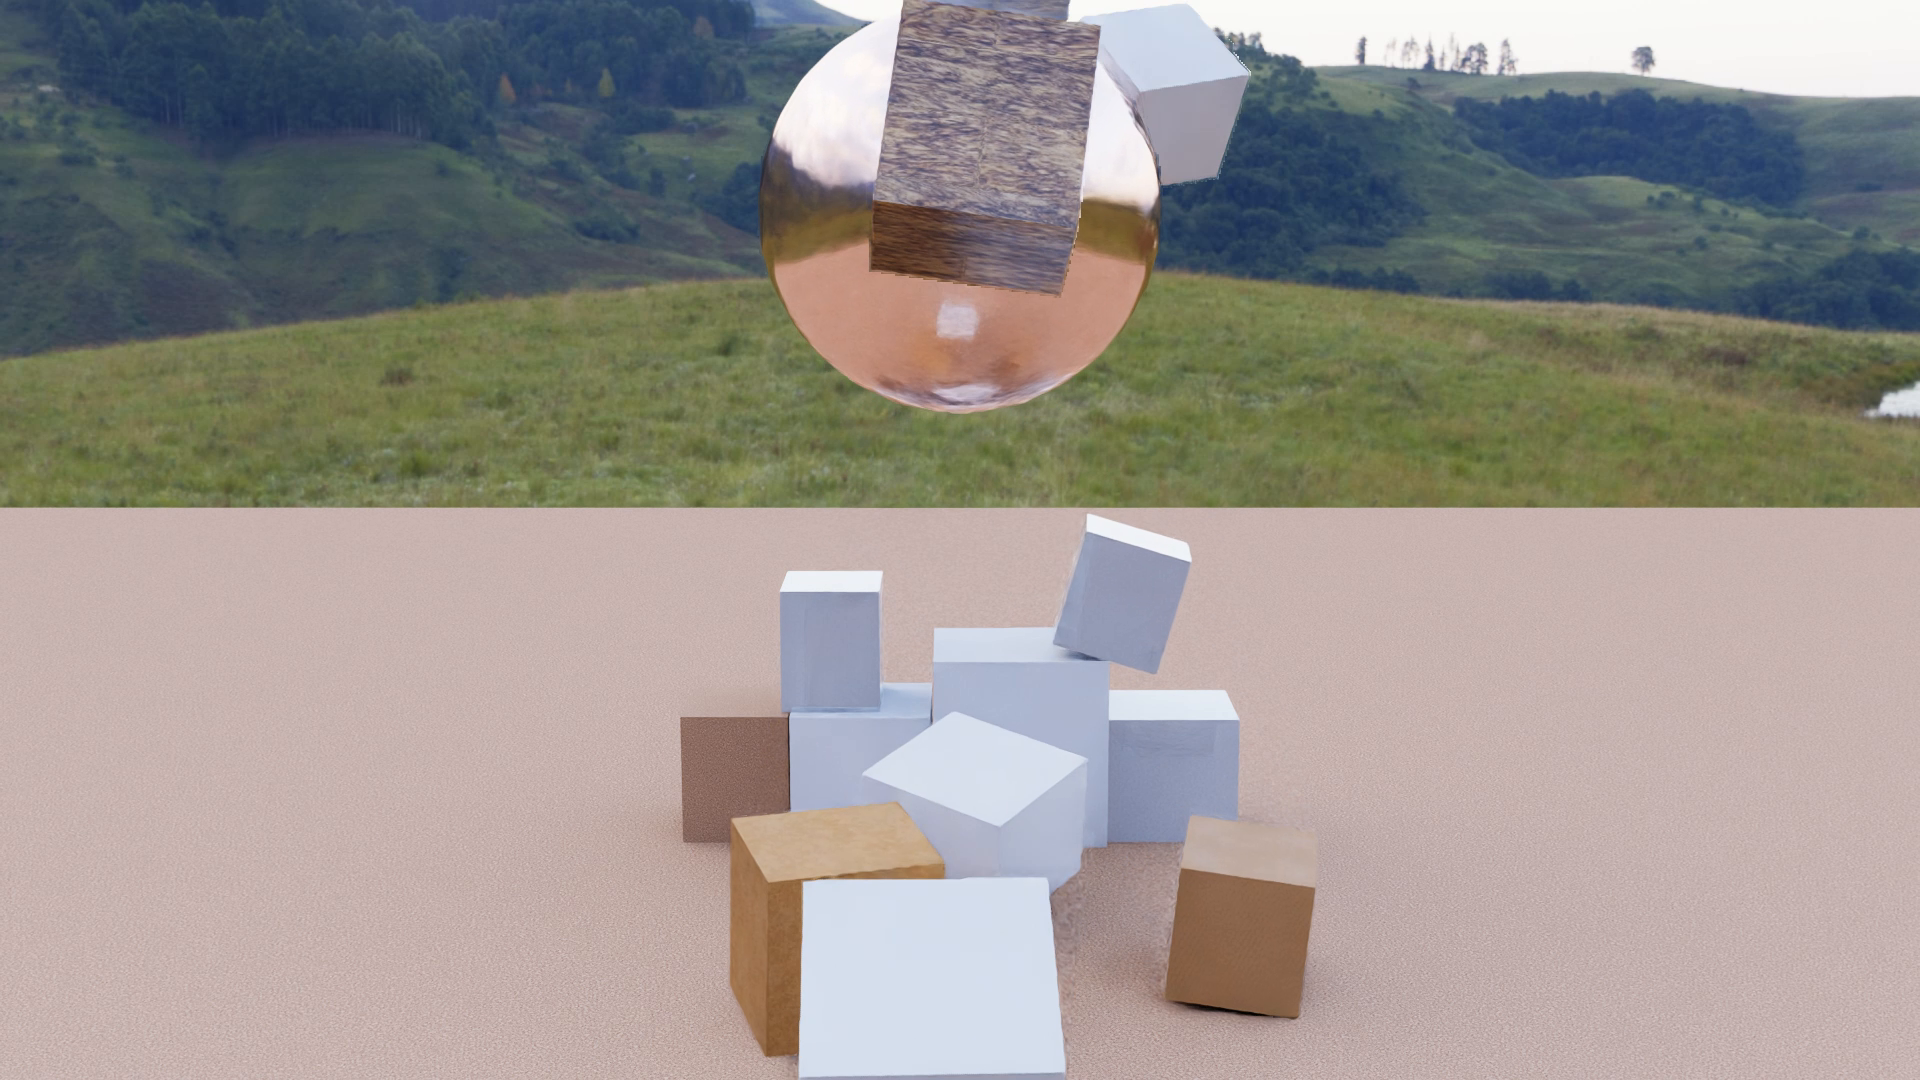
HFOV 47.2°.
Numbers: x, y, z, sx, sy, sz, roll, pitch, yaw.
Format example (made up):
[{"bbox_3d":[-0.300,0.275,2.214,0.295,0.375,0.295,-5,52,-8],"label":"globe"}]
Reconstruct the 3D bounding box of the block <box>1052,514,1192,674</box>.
[{"bbox_3d":[0.815,0.267,11.117,0.537,0.594,0.543,17,10,1],"label":"block"}]

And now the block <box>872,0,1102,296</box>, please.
[{"bbox_3d":[0.080,-1.337,7.543,0.668,0.737,0.601,8,-15,-1],"label":"block"}]

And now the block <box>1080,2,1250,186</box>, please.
[{"bbox_3d":[0.799,-1.862,9.267,0.528,0.532,0.517,-14,52,-25],"label":"block"}]

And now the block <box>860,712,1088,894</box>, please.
[{"bbox_3d":[0.061,1.297,10.104,0.745,0.595,0.740,17,28,30],"label":"block"}]

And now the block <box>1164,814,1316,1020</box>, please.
[{"bbox_3d":[1.180,1.563,9.195,0.542,0.568,0.671,7,13,8],"label":"block"}]

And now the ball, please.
[{"bbox_3d":[0.000,-1.304,8.710,1.600,1.600,1.600,0,10,0],"label":"ball"}]

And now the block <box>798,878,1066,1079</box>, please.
[{"bbox_3d":[-0.107,1.693,7.305,0.821,0.764,0.819,0,38,-2],"label":"block"}]

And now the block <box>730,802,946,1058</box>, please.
[{"bbox_3d":[-0.504,1.546,8.812,0.707,0.744,0.623,-4,17,-19],"label":"block"}]

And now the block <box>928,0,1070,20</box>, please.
[{"bbox_3d":[0.131,-2.243,8.187,0.578,0.565,0.470,5,29,-2],"label":"block"}]

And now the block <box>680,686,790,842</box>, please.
[{"bbox_3d":[-1.132,1.154,11.386,0.540,0.655,0.622,0,10,0],"label":"block"}]

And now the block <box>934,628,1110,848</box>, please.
[{"bbox_3d":[0.302,1.005,11.356,0.874,0.959,0.777,0,10,0],"label":"block"}]

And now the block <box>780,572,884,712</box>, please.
[{"bbox_3d":[-0.651,0.516,11.274,0.495,0.621,0.524,0,10,0],"label":"block"}]

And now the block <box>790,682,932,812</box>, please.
[{"bbox_3d":[-0.500,1.150,11.381,0.705,0.665,0.715,0,10,0],"label":"block"}]

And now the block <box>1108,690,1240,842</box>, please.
[{"bbox_3d":[1.075,1.163,11.384,0.656,0.639,0.607,0,10,0],"label":"block"}]
